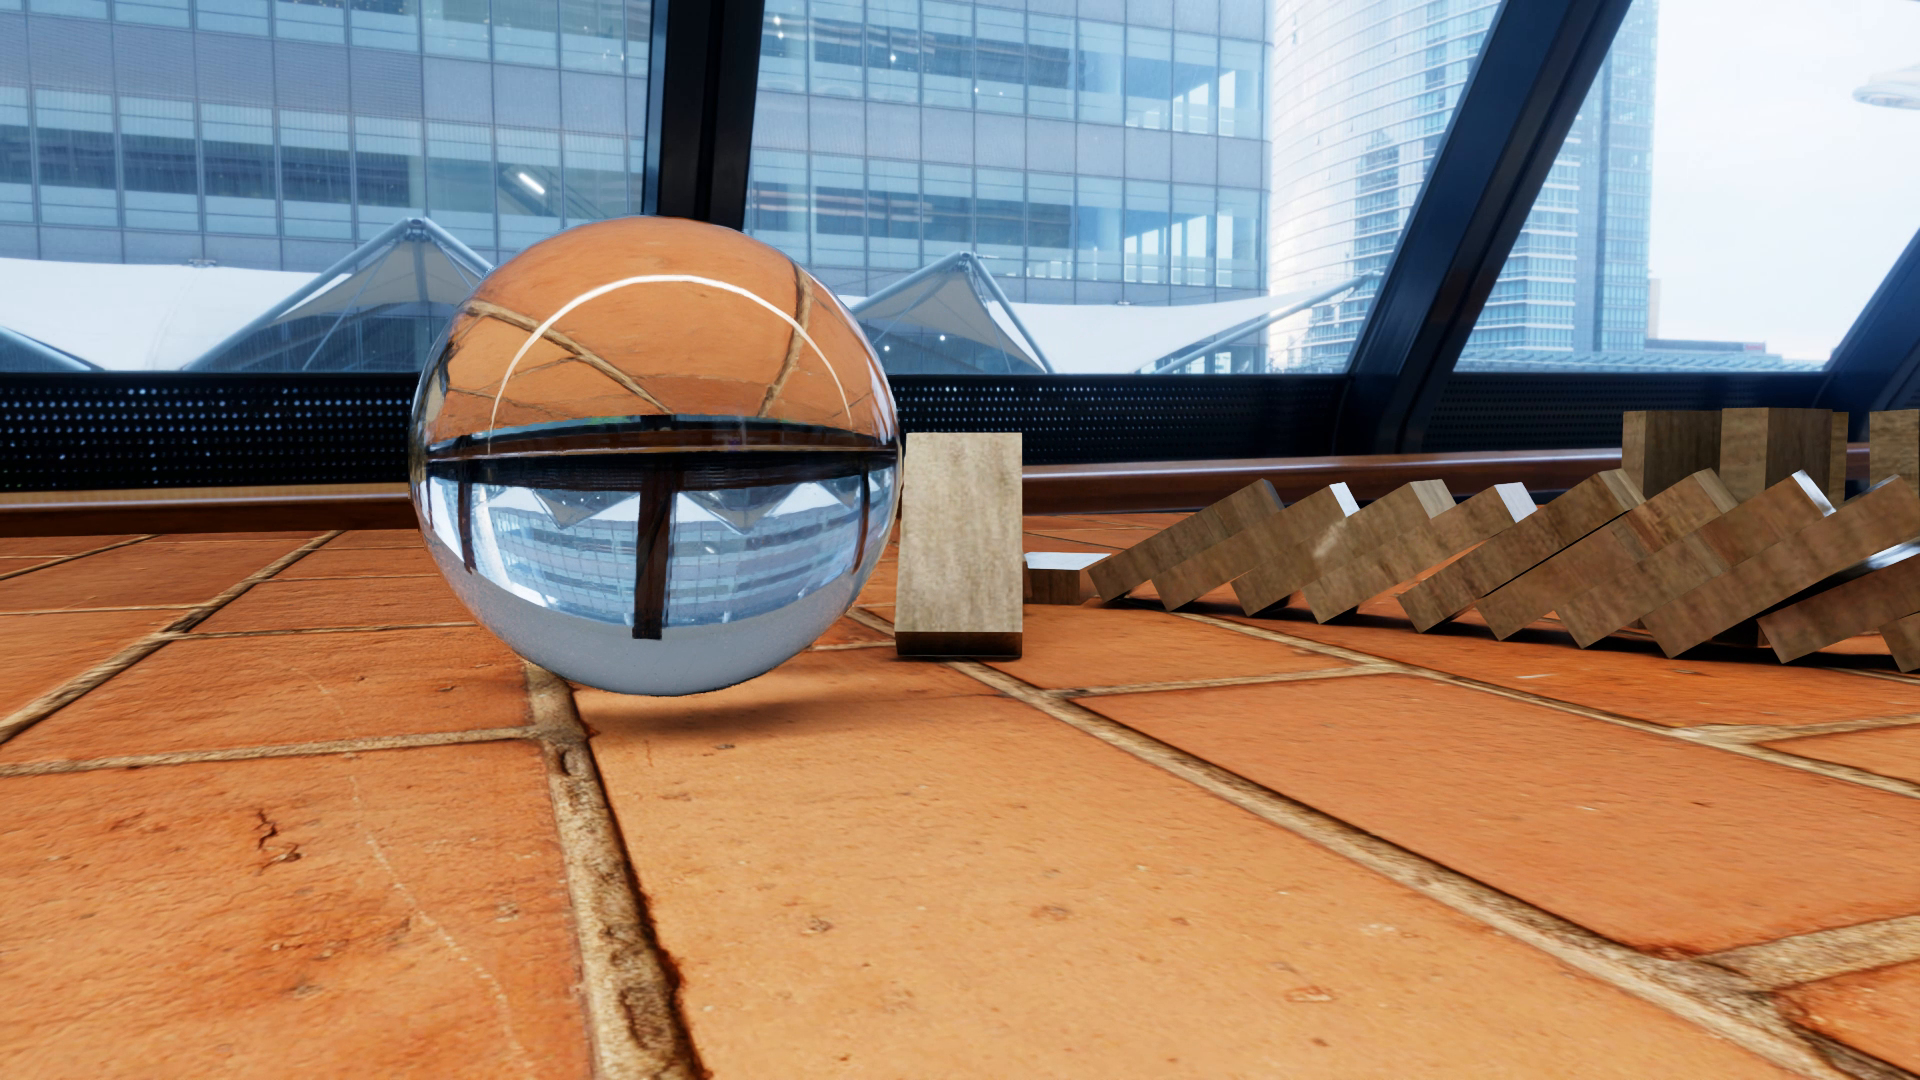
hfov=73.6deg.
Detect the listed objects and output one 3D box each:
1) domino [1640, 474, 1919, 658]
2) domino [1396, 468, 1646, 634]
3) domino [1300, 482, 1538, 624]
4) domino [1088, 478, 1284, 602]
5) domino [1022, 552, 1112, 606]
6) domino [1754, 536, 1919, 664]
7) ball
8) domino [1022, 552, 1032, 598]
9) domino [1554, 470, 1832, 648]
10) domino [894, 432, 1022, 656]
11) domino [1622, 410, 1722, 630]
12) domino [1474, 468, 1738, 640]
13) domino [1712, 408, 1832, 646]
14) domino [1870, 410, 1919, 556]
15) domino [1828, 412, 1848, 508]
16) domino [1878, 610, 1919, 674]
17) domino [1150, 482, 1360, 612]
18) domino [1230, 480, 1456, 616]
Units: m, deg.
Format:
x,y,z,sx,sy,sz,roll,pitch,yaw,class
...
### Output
x,y,z,sx,sy,sz,roll,pitch,yaw,class
0.162,0.005,0.253,0.050,0.009,0.025,-39,-18,30,domino
0.125,0.003,0.285,0.050,0.009,0.025,-40,-20,34,domino
0.108,0.003,0.300,0.050,0.010,0.025,-34,-16,33,domino
0.060,0.000,0.336,0.050,0.009,0.025,-29,-8,17,domino
0.027,0.010,0.365,0.025,0.009,0.050,1,4,16,domino
0.181,0.008,0.247,0.050,0.010,0.025,-30,-11,26,domino
-0.050,-0.014,0.216,0.080,0.080,0.080,0,4,0,ball
0.003,0.004,0.341,0.025,0.009,0.050,-11,18,-1,domino
0.150,0.004,0.263,0.050,0.009,0.025,-40,-18,33,domino
0.000,0.000,0.268,0.025,0.050,0.009,0,-35,2,domino
0.168,-0.005,0.298,0.025,0.050,0.009,0,4,-1,domino
0.138,0.003,0.274,0.050,0.009,0.025,-40,-19,34,domino
0.176,-0.003,0.278,0.025,0.050,0.010,-2,5,-30,domino
0.226,-0.006,0.305,0.025,0.050,0.009,-3,3,-39,domino
0.211,-0.006,0.318,0.009,0.050,0.025,2,5,25,domino
0.199,0.009,0.236,0.050,0.010,0.025,-28,-10,32,domino
0.076,0.002,0.326,0.050,0.010,0.025,-30,-9,24,domino
0.093,0.002,0.311,0.050,0.009,0.025,-34,-16,33,domino
